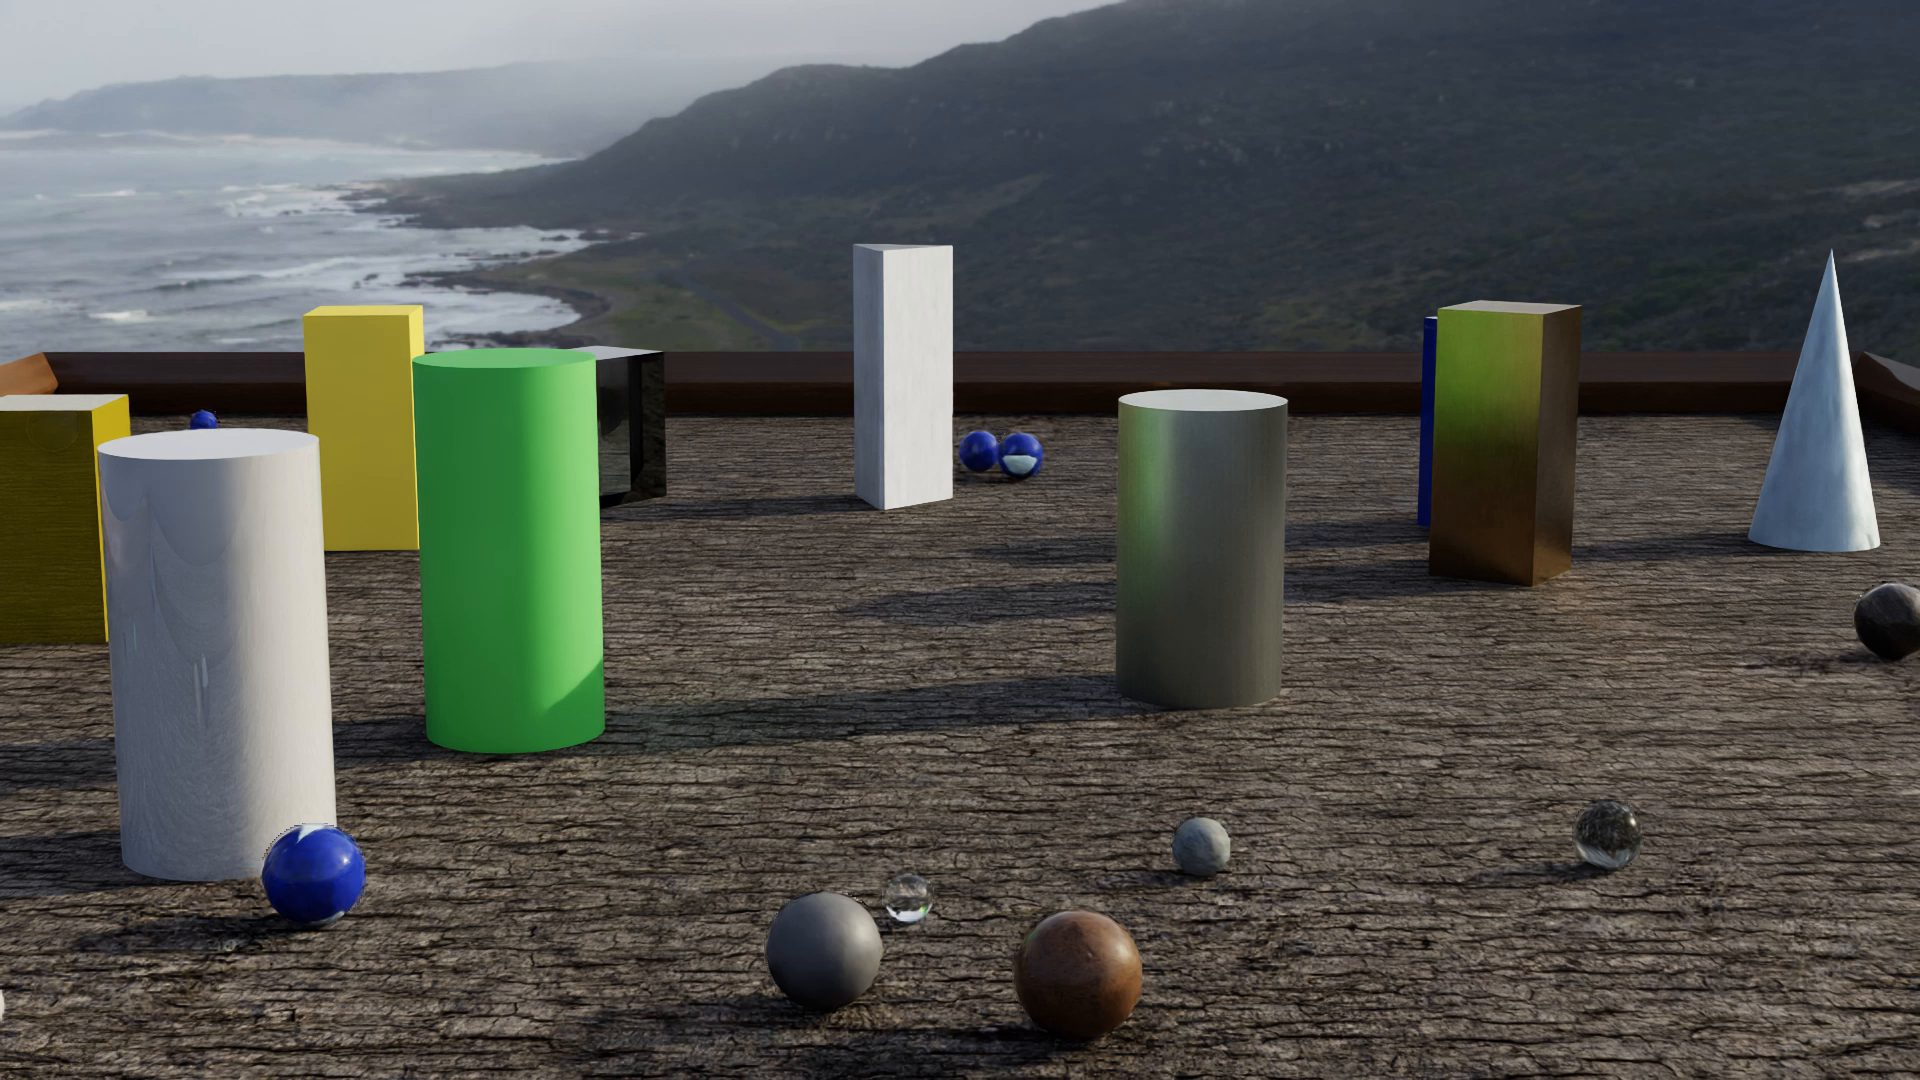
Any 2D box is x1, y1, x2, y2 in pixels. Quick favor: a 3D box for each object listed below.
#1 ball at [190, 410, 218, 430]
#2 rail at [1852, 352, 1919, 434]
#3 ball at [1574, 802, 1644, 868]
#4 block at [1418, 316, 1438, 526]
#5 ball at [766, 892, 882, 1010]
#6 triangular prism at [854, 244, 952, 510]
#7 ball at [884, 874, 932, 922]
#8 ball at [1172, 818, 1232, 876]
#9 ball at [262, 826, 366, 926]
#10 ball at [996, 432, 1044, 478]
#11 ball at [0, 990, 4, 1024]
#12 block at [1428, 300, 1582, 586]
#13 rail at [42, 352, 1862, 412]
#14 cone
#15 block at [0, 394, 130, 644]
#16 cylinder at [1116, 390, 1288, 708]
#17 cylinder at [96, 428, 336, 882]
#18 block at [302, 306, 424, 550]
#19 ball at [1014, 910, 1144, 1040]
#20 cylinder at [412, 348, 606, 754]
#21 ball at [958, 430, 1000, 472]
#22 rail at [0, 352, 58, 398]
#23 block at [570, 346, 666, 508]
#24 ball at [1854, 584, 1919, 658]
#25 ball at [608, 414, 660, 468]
[{"bbox_3d":[-1.496,-0.230,5.073,0.053,0.053,0.053,0,11,0],"label":"ball"},{"bbox_3d":[1.901,0.031,3.460,0.045,0.127,4.035,0,11,0],"label":"rail"},{"bbox_3d":[0.595,0.271,2.352,0.061,0.061,0.061,0,11,0],"label":"ball"},{"bbox_3d":[0.842,-0.185,4.066,0.156,0.332,0.156,-8,13,-35],"label":"block"},{"bbox_3d":[-0.106,0.321,2.002,0.091,0.091,0.091,0,11,0],"label":"ball"},{"bbox_3d":[-0.125,-0.280,4.319,0.147,0.427,0.169,10,14,43],"label":"triangular prism"},{"bbox_3d":[-0.044,0.308,2.205,0.041,0.041,0.041,0,11,0],"label":"ball"},{"bbox_3d":[0.220,0.279,2.330,0.053,0.053,0.053,0,11,0],"label":"ball"},{"bbox_3d":[-0.553,0.287,2.197,0.085,0.085,0.085,0,11,0],"label":"ball"},{"bbox_3d":[0.107,-0.150,4.563,0.083,0.083,0.083,0,11,0],"label":"ball"},{"bbox_3d":[-0.748,0.349,1.910,0.068,0.068,0.068,0,11,0],"label":"ball"},{"bbox_3d":[0.785,-0.143,3.692,0.156,0.385,0.156,7,12,32],"label":"block"},{"bbox_3d":[-0.011,-0.331,5.409,3.849,0.127,0.045,0,11,0],"label":"rail"},{"bbox_3d":[1.324,-0.222,3.938,0.195,0.451,0.195,0,11,0],"label":"cone"},{"bbox_3d":[-1.170,-0.030,3.321,0.156,0.299,0.156,0,11,-1],"label":"block"},{"bbox_3d":[0.281,0.006,3.003,0.195,0.343,0.195,0,11,0],"label":"cylinder"},{"bbox_3d":[-0.685,0.101,2.378,0.195,0.385,0.195,0,11,0],"label":"cylinder"},{"bbox_3d":[-0.908,-0.174,3.939,0.156,0.357,0.156,-1,11,-4],"label":"block"},{"bbox_3d":[0.090,0.329,1.941,0.098,0.098,0.098,0,11,0],"label":"ball"},{"bbox_3d":[-0.491,0.007,2.804,0.195,0.414,0.195,0,11,0],"label":"cylinder"},{"bbox_3d":[0.035,-0.161,4.642,0.075,0.075,0.075,0,11,0],"label":"ball"},{"bbox_3d":[-1.901,0.035,3.438,0.045,0.127,4.035,0,11,0],"label":"rail"},{"bbox_3d":[-0.611,-0.194,4.346,0.156,0.248,0.156,8,13,35],"label":"block"},{"bbox_3d":[1.160,0.100,3.187,0.093,0.093,0.093,0,11,0],"label":"ball"},{"bbox_3d":[-0.596,-0.181,4.691,0.096,0.096,0.096,0,11,0],"label":"ball"}]
